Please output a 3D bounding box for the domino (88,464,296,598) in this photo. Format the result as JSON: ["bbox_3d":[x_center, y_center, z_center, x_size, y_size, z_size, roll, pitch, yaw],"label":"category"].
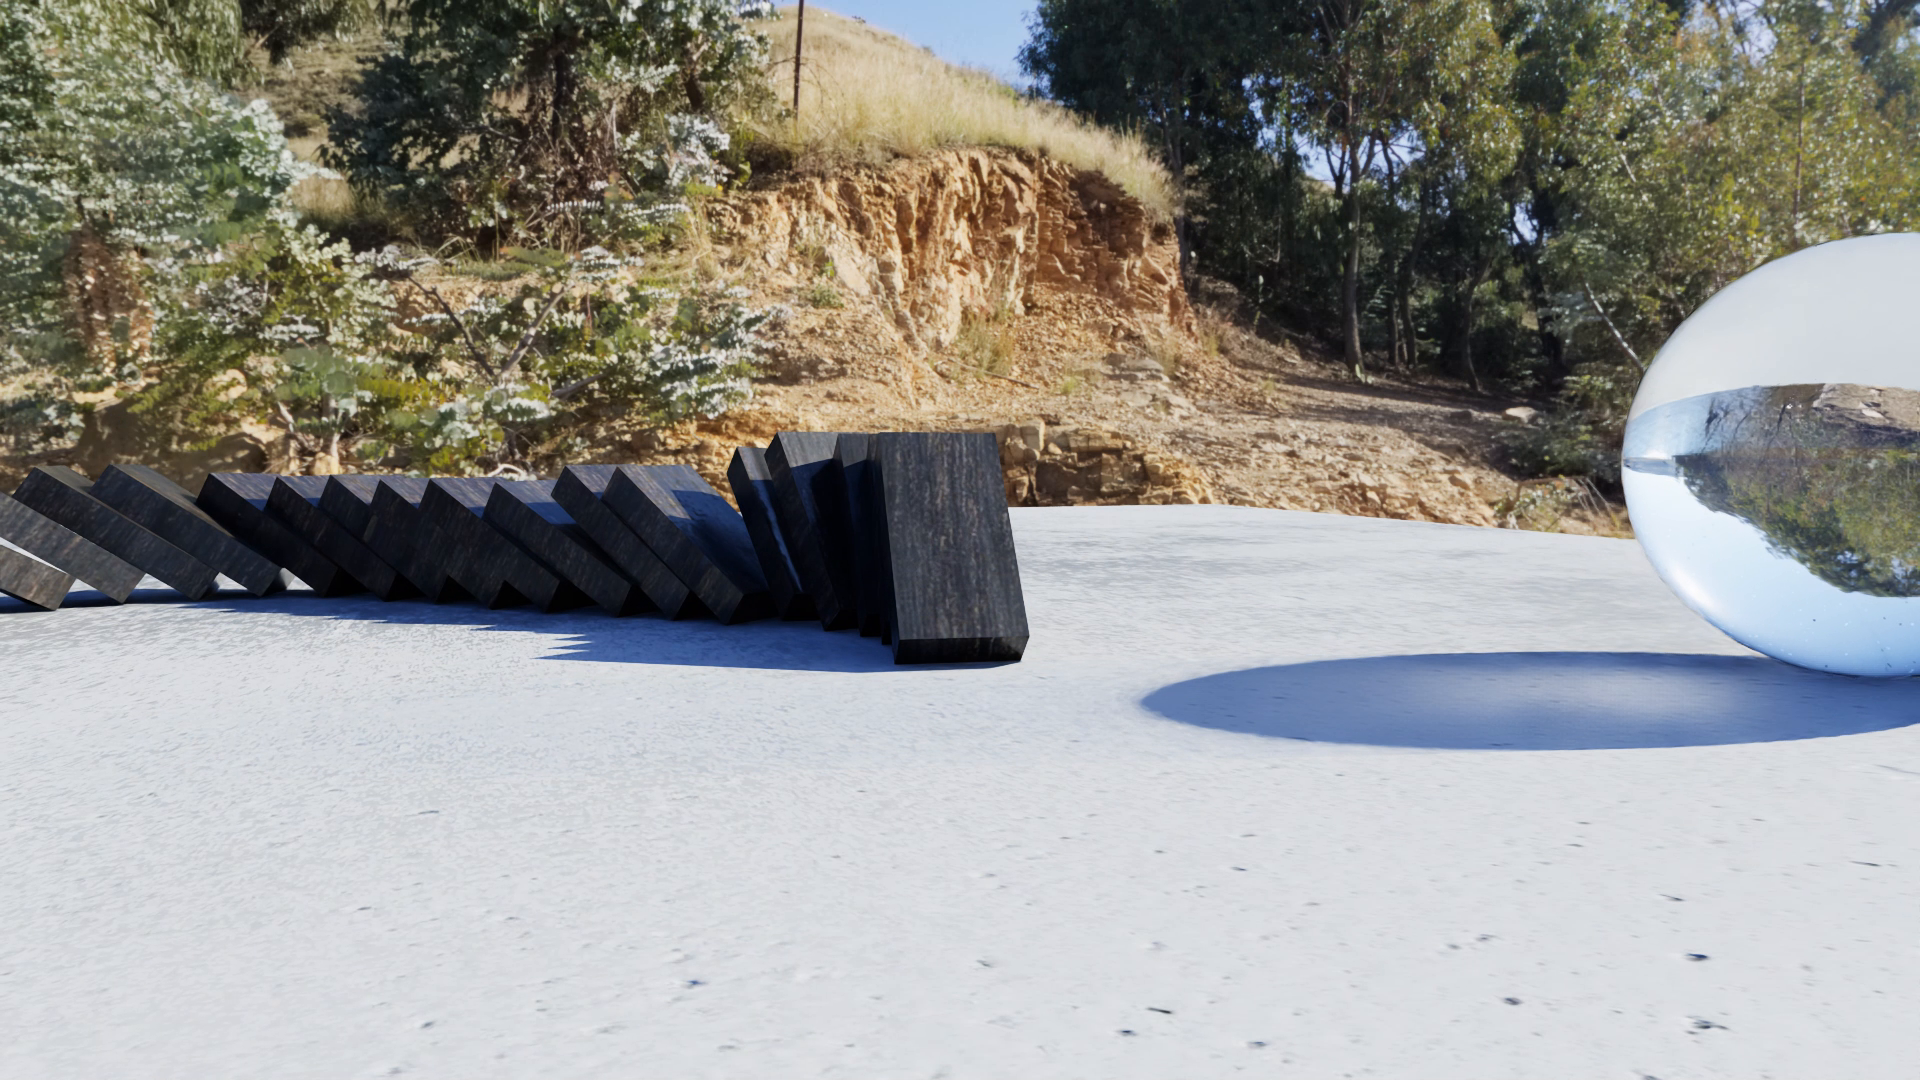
[{"bbox_3d":[-0.211,-0.003,0.357,0.050,0.009,0.025,35,-6,-13],"label":"domino"}]

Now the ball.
[{"bbox_3d":[0.165,-0.015,0.233,0.080,0.080,0.080,0,4,0],"label":"ball"}]

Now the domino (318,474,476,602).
[{"bbox_3d":[-0.151,-0.001,0.357,0.050,0.009,0.025,34,15,19],"label":"domino"}]

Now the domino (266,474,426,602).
[{"bbox_3d":[-0.168,-0.001,0.362,0.050,0.009,0.025,34,16,17],"label":"domino"}]

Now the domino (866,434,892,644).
[{"bbox_3d":[-0.006,-0.001,0.284,0.025,0.050,0.010,-1,-35,-10],"label":"domino"}]

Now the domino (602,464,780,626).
[{"bbox_3d":[-0.063,0.000,0.319,0.050,0.009,0.025,42,24,22],"label":"domino"}]

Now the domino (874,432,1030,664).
[{"bbox_3d":[-0.003,0.001,0.260,0.025,0.050,0.010,-1,-35,-11],"label":"domino"}]

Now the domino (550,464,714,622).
[{"bbox_3d":[-0.078,0.000,0.326,0.050,0.009,0.025,41,22,21],"label":"domino"}]

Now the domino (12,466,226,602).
[{"bbox_3d":[-0.227,-0.002,0.350,0.050,0.010,0.025,36,-8,-19],"label":"domino"}]

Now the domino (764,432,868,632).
[{"bbox_3d":[-0.027,-0.003,0.306,0.025,0.050,0.010,-3,-32,-34],"label":"domino"}]

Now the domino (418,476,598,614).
[{"bbox_3d":[-0.115,0.000,0.339,0.050,0.009,0.025,34,17,20],"label":"domino"}]

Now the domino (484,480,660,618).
[{"bbox_3d":[-0.096,0.001,0.332,0.050,0.010,0.025,33,17,20],"label":"domino"}]

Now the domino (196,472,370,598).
[{"bbox_3d":[-0.189,-0.002,0.367,0.050,0.009,0.025,33,10,12],"label":"domino"}]

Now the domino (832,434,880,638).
[{"bbox_3d":[-0.013,-0.002,0.296,0.025,0.050,0.010,-1,-34,-16],"label":"domino"}]

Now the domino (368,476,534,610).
[{"bbox_3d":[-0.132,0.000,0.347,0.050,0.009,0.025,34,17,20],"label":"domino"}]

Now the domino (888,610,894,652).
[{"bbox_3d":[-0.003,0.000,0.272,0.025,0.050,0.009,0,-35,-10],"label":"domino"}]

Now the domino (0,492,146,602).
[{"bbox_3d":[-0.242,-0.002,0.336,0.050,0.010,0.025,41,-22,-31],"label":"domino"}]

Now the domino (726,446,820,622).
[{"bbox_3d":[-0.038,-0.002,0.318,0.025,0.009,0.050,1,46,-32],"label":"domino"}]

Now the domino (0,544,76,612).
[{"bbox_3d":[-0.252,0.002,0.319,0.025,0.009,0.050,4,-26,40],"label":"domino"}]
